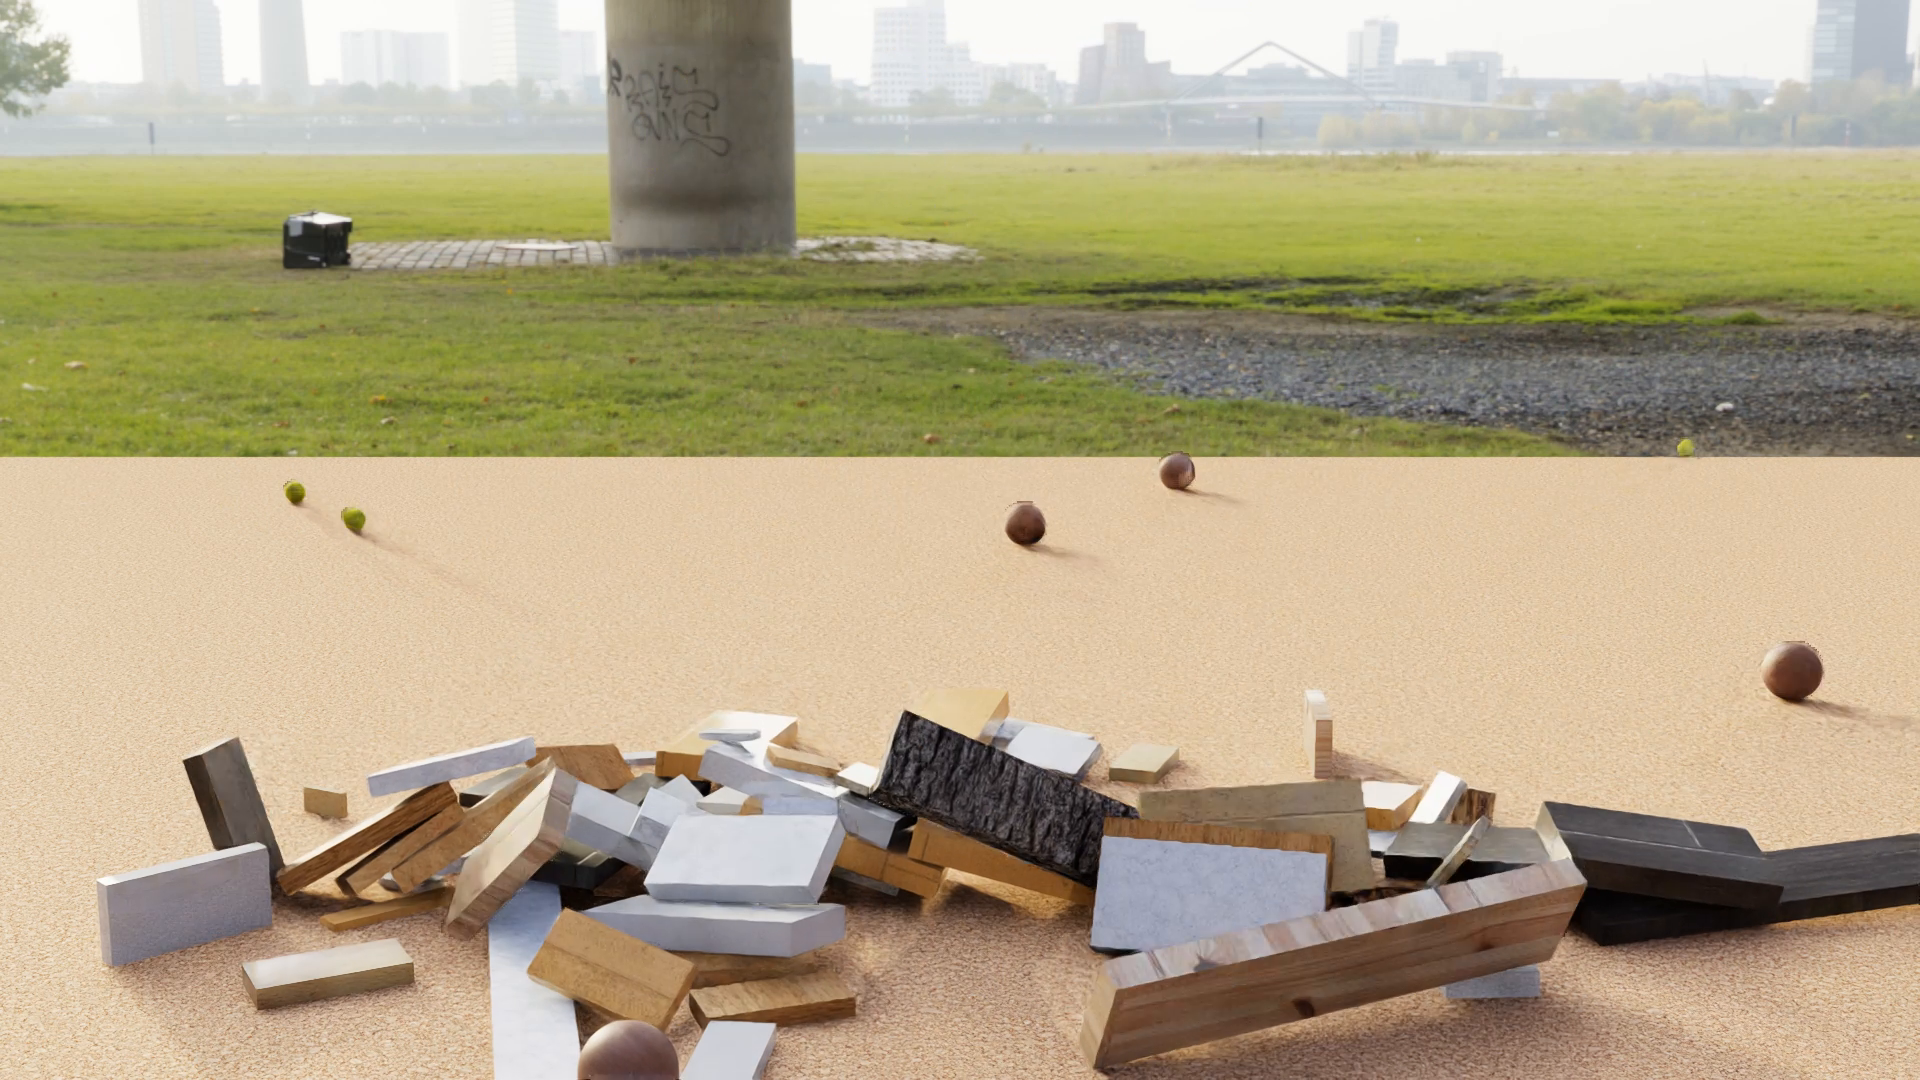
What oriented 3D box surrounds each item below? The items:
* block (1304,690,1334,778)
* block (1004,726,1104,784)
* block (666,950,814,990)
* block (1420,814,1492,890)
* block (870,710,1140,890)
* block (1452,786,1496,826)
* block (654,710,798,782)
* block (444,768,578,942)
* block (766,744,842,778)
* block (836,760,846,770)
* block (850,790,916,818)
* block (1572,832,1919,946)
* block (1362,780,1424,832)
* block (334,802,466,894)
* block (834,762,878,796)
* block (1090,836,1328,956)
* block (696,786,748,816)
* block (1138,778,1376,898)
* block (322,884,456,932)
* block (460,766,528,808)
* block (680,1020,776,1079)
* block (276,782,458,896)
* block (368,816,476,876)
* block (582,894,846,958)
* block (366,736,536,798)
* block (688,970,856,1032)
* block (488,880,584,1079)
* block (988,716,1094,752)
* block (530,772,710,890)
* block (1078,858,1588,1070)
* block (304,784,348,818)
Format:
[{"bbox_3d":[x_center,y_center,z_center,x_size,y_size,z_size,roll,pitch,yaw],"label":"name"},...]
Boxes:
[{"bbox_3d":[0.721,0.389,4.430,0.033,0.118,0.236,1,11,3],"label":"block"},{"bbox_3d":[0.182,0.426,4.363,0.187,0.027,0.094,9,44,39],"label":"block"},{"bbox_3d":[-0.334,0.640,3.314,0.218,0.031,0.109,-2,11,-11],"label":"block"},{"bbox_3d":[0.763,0.515,3.445,0.017,0.267,0.059,33,56,11],"label":"block"},{"bbox_3d":[0.082,0.426,3.541,0.439,0.144,0.041,24,-32,-9],"label":"block"},{"bbox_3d":[0.885,0.496,3.810,0.066,0.131,0.019,8,1,37],"label":"block"},{"bbox_3d":[-0.458,0.409,4.378,0.174,0.049,0.446,5,6,8],"label":"block"},{"bbox_3d":[-0.700,0.490,3.424,0.041,0.287,0.144,33,34,-21],"label":"block"},{"bbox_3d":[-0.265,0.377,3.731,0.121,0.017,0.060,15,9,-21],"label":"block"},{"bbox_3d":[-0.228,0.443,3.948,0.047,0.095,0.013,5,10,25],"label":"block"},{"bbox_3d":[-0.123,0.432,3.678,0.113,0.016,0.057,20,9,14],"label":"block"},{"bbox_3d":[1.407,0.557,3.596,0.883,0.039,0.139,-4,25,-15],"label":"block"},{"bbox_3d":[0.752,0.485,4.028,0.139,0.039,0.278,3,4,22],"label":"block"},{"bbox_3d":[-0.932,0.513,3.661,0.217,0.031,0.108,-37,8,-26],"label":"block"},{"bbox_3d":[-0.164,0.400,3.685,0.060,0.017,0.121,20,9,13],"label":"block"},{"bbox_3d":[0.383,0.558,3.371,0.346,0.173,0.049,3,-21,14],"label":"block"},{"bbox_3d":[-0.345,0.478,4.017,0.174,0.049,0.347,2,3,11],"label":"block"},{"bbox_3d":[0.474,0.489,3.541,0.359,0.180,0.051,-3,-20,-2],"label":"block"},{"bbox_3d":[-0.794,0.580,3.683,0.558,0.014,0.049,-9,14,-39],"label":"block"},{"bbox_3d":[-0.864,0.476,4.210,0.094,0.027,0.188,4,11,22],"label":"block"},{"bbox_3d":[-0.316,0.711,2.942,0.094,0.027,0.272,1,11,5],"label":"block"},{"bbox_3d":[-0.989,0.493,3.669,0.310,0.036,0.127,-30,5,-17],"label":"block"},{"bbox_3d":[-0.949,0.535,3.896,0.090,0.026,0.307,-8,13,-35],"label":"block"},{"bbox_3d":[-0.376,0.588,3.361,0.359,0.051,0.180,-1,-1,23],"label":"block"},{"bbox_3d":[-0.858,0.383,3.719,0.254,0.036,0.127,-13,0,4],"label":"block"},{"bbox_3d":[-0.271,0.668,3.166,0.218,0.031,0.109,-4,11,-20],"label":"block"},{"bbox_3d":[-0.665,0.618,3.376,0.114,0.032,1.275,-2,11,-13],"label":"block"},{"bbox_3d":[0.133,0.412,4.528,0.261,0.037,0.131,9,14,39],"label":"block"},{"bbox_3d":[-0.596,0.504,3.872,0.131,0.037,0.643,7,7,9],"label":"block"},{"bbox_3d":[0.530,0.588,3.079,0.754,0.173,0.049,-8,43,-21],"label":"block"},{"bbox_3d":[-1.181,0.487,4.093,0.095,0.048,0.014,6,12,28],"label":"block"}]
